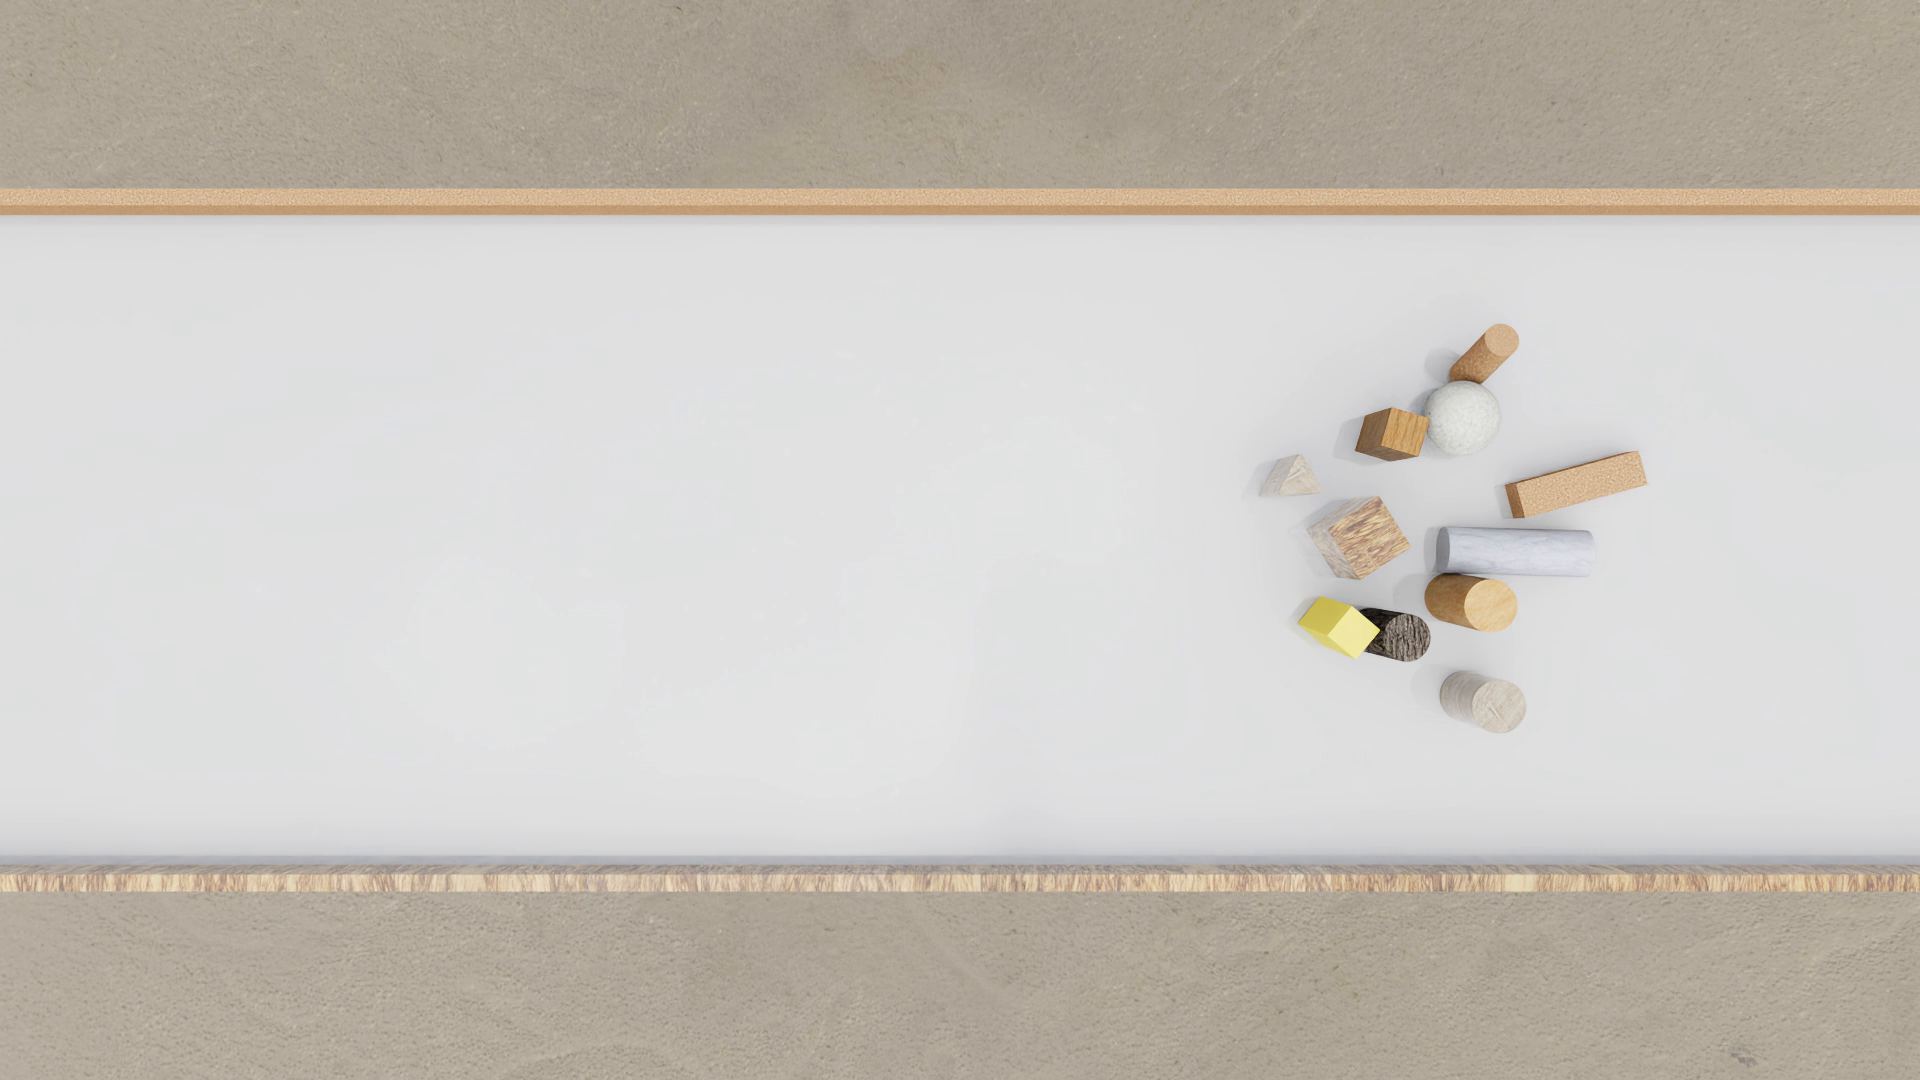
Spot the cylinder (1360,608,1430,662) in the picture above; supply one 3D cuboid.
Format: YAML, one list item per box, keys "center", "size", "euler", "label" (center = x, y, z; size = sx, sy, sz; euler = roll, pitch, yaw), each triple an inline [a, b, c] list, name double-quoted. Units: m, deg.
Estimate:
- center: [1.273, 0.279, 4.902]
  size: [0.138, 0.341, 0.138]
  euler: [0, 91, -3]
  label: "cylinder"

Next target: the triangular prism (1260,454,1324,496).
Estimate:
- center: [0.982, -0.193, 4.916]
  size: [0.130, 0.322, 0.112]
  euler: [-2, 90, 0]
  label: "triangular prism"

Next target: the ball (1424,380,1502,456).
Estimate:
- center: [1.511, -0.367, 4.964]
  size: [0.225, 0.225, 0.225]
  euler: [0, 90, 0]
  label: "ball"

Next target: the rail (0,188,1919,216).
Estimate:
- center: [-2.247, -1.025, 5.002]
  size: [12.000, 0.150, 0.050]
  euler: [0, 90, 0]
  label: "rail"

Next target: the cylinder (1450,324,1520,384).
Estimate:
- center: [1.561, -0.541, 4.916]
  size: [0.101, 0.305, 0.101]
  euler: [1, 76, -3]
  label: "cylinder"

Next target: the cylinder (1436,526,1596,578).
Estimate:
- center: [1.683, 0.036, 5.005]
  size: [0.435, 0.143, 0.143]
  euler: [2, 90, 0]
  label: "cylinder"

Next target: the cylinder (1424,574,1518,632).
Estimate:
- center: [1.508, 0.182, 4.882]
  size: [0.153, 0.384, 0.153]
  euler: [0, 92, -1]
  label: "cylinder"

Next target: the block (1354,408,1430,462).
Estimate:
- center: [1.286, -0.312, 4.919]
  size: [0.115, 0.314, 0.115]
  euler: [16, 90, 0]
  label: "block"

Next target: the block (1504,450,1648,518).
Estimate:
- center: [1.875, -0.168, 5.023]
  size: [0.383, 0.107, 0.107]
  euler: [-15, 90, 0]
  label: "block"

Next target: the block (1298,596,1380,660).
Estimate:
- center: [1.125, 0.259, 4.915]
  size: [0.110, 0.314, 0.110]
  euler: [40, 90, -5]
  label: "block"

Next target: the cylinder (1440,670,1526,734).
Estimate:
- center: [1.553, 0.480, 4.913]
  size: [0.157, 0.326, 0.157]
  euler: [0, 90, 0]
  label: "cylinder"

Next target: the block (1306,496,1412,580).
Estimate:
- center: [1.185, -0.006, 4.924]
  size: [0.176, 0.305, 0.176]
  euler: [-33, 90, 0]
  label: "block"

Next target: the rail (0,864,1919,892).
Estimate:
- center: [-2.247, 1.025, 5.001]
  size: [12.000, 0.150, 0.050]
  euler: [0, 90, 0]
  label: "rail"
